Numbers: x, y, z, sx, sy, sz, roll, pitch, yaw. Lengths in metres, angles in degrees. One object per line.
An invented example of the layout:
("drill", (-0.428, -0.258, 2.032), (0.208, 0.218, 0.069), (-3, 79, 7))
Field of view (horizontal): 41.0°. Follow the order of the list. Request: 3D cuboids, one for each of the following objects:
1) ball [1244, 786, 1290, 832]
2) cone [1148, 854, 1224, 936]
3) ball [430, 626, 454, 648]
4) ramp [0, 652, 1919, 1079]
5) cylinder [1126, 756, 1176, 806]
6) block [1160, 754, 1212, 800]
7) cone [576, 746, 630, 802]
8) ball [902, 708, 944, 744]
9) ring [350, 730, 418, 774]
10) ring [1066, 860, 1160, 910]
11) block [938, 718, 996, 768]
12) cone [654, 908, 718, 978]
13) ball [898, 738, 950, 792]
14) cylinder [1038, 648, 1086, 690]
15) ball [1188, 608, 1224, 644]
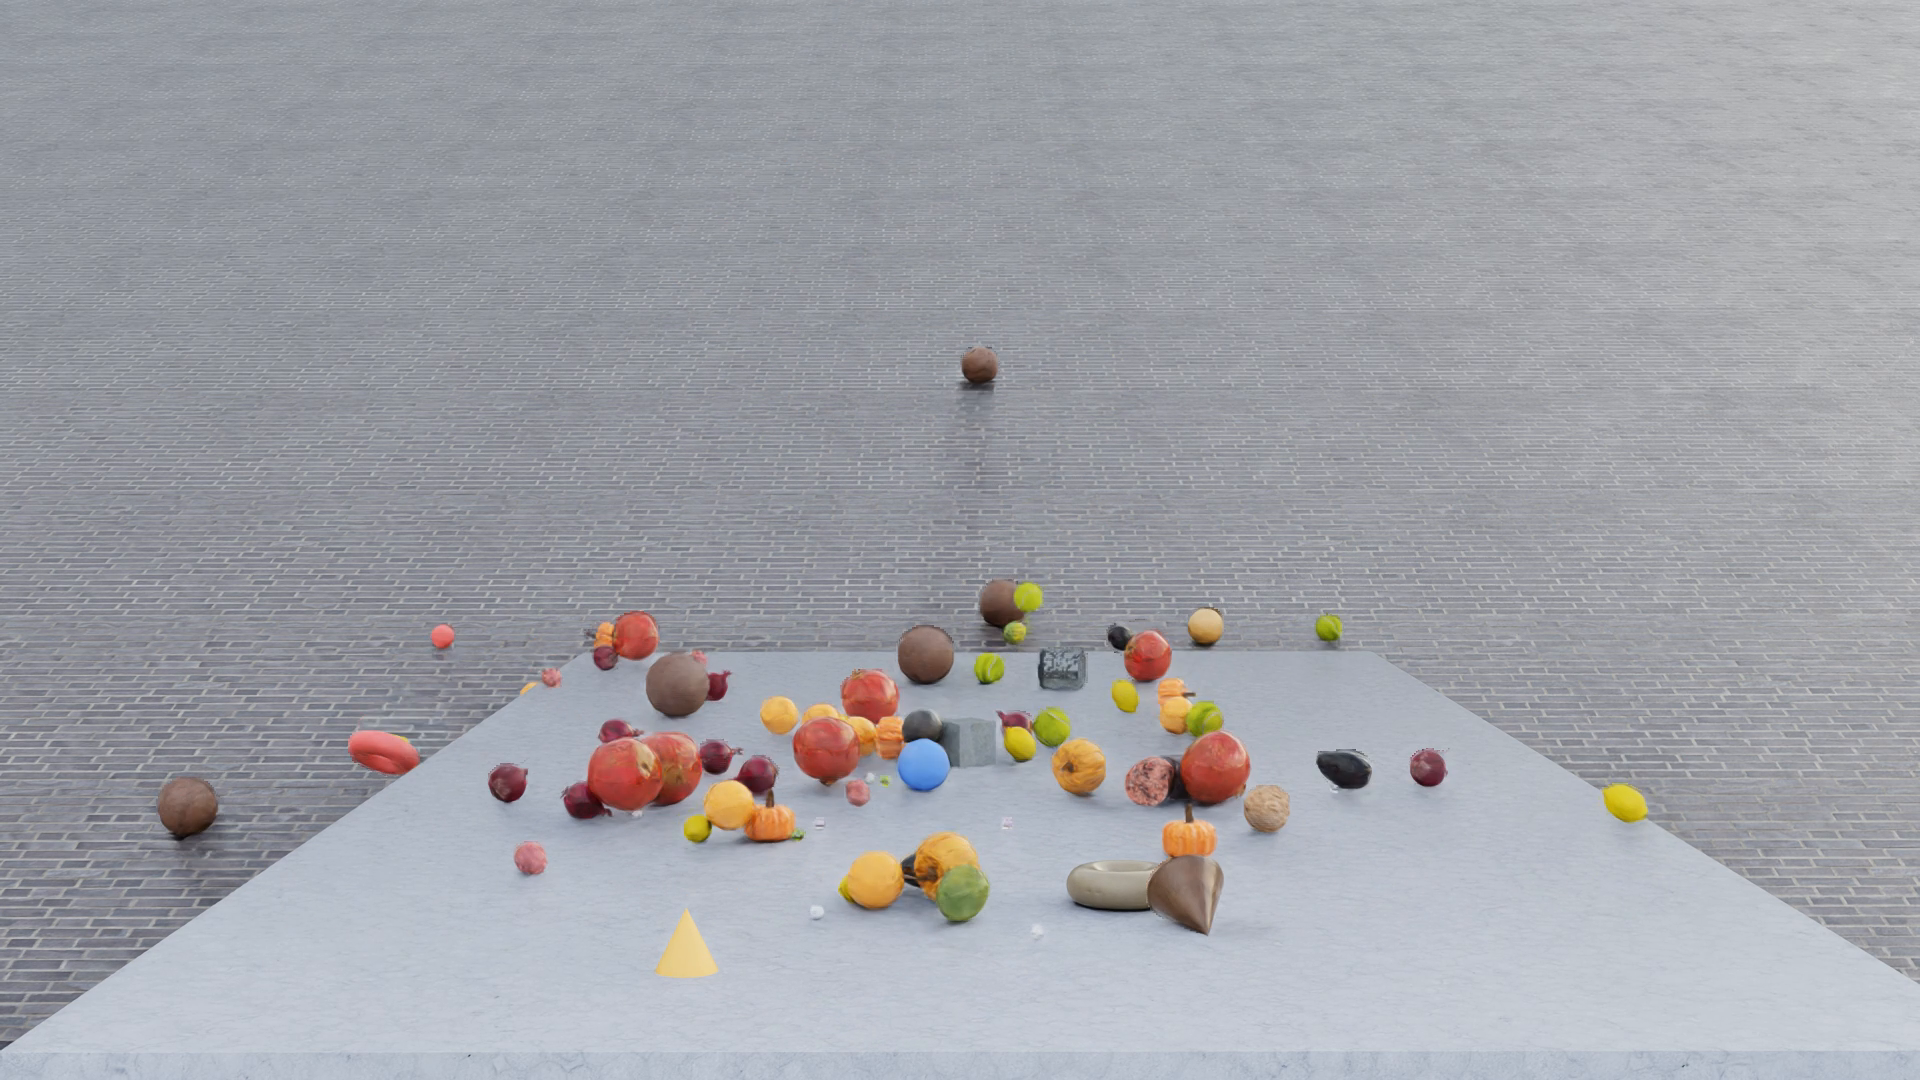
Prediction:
("ball", (0.455, 0.399, 3.807), (0.069, 0.069, 0.069), (0, 21, 0))
("cone", (0.287, 0.450, 3.115), (0.098, 0.098, 0.098), (-4, 30, -11))
("ball", (-1.366, 0.255, 6.782), (0.060, 0.060, 0.060), (0, 21, 0))
("ramp", (0.049, 0.444, 4.532), (2.000, 0.100, 4.000), (0, 3, 0))
("cylinder", (0.303, 0.384, 4.079), (0.070, 0.070, 0.070), (6, 4, 14))
("block", (0.367, 0.382, 4.156), (0.064, 0.064, 0.064), (-1, 3, -17))
("cone", (-0.575, 0.373, 4.137), (0.085, 0.085, 0.085), (0, 3, 0))
("ball", (-0.065, 0.332, 4.500), (0.073, 0.073, 0.073), (0, 21, 0))
("ring", (-1.162, 0.430, 5.188), (0.143, 0.143, 0.048), (7, 61, 17))
("ring", (0.207, 0.439, 3.275), (0.143, 0.048, 0.143), (0, 2, 0))
("block", (0.011, 0.356, 4.521), (0.076, 0.076, 0.076), (-2, 4, -33))
("cone", (-0.307, 0.448, 2.889), (0.072, 0.072, 0.072), (0, 3, 0))
("ball", (-0.060, 0.369, 4.210), (0.085, 0.085, 0.085), (0, 21, 0))
("cylinder", (0.227, 0.285, 5.687), (0.088, 0.088, 0.088), (1, 21, 14))
("ball", (0.650, 0.229, 6.801), (0.095, 0.095, 0.095), (0, 21, 0))
